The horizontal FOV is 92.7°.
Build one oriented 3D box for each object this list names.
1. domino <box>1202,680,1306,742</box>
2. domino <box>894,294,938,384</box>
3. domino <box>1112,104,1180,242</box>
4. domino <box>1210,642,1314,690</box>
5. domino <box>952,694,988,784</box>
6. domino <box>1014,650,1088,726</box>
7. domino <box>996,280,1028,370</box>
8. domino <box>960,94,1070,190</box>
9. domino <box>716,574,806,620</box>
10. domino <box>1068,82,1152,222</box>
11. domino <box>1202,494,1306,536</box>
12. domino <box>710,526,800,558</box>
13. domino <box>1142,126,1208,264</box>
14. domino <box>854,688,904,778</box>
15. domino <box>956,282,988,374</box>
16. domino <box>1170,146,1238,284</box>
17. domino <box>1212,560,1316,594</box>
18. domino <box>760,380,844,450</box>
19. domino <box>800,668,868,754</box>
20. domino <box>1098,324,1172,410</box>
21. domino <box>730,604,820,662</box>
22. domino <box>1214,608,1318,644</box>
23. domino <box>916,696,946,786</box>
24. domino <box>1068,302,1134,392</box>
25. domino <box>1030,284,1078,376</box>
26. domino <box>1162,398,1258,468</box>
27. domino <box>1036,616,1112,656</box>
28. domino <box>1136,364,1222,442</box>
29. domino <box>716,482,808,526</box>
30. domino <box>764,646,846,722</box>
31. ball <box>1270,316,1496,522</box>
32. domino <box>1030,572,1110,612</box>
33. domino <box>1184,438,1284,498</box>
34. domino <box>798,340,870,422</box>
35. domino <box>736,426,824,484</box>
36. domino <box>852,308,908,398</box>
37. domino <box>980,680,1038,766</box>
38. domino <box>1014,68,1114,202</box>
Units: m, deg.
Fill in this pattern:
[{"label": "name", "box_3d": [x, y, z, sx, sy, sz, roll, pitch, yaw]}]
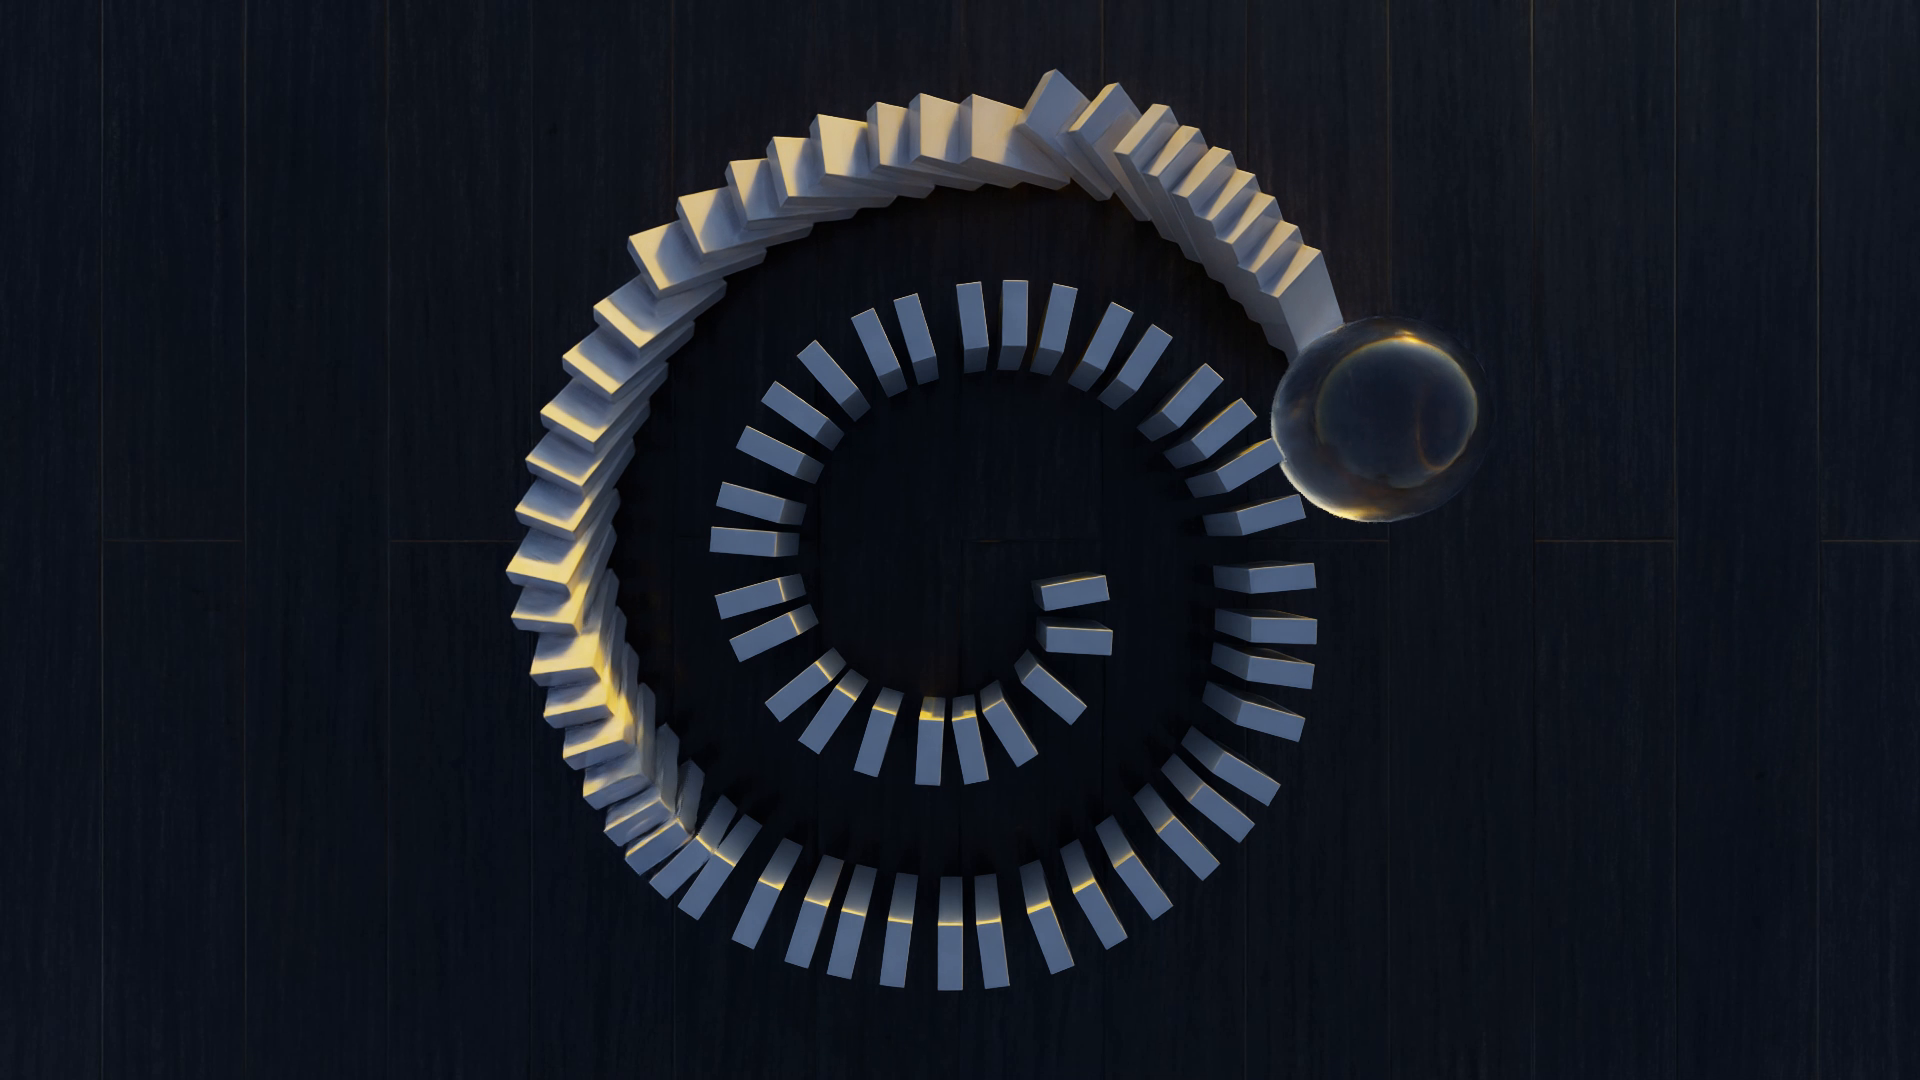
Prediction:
[{"label": "domino", "box_3d": [0.119, 0.069, 0.375, 0.025, 0.050, 0.010, 16, 90, 0]}, {"label": "domino", "box_3d": [-0.017, -0.081, 0.375, 0.009, 0.050, 0.025, -17, 90, 0]}, {"label": "domino", "box_3d": [0.085, -0.151, 0.379, 0.025, 0.010, 0.050, -50, 134, 0]}, {"label": "domino", "box_3d": [0.122, 0.051, 0.375, 0.025, 0.050, 0.010, 8, 90, 0]}, {"label": "domino", "box_3d": [0.004, 0.080, 0.375, 0.010, 0.050, 0.025, -11, 90, 0]}, {"label": "domino", "box_3d": [0.036, 0.059, 0.375, 0.025, 0.050, 0.009, 41, 90, 0]}, {"label": "domino", "box_3d": [0.021, -0.087, 0.375, 0.009, 0.050, 0.025, 1, 90, 0]}, {"label": "domino", "box_3d": [0.024, -0.165, 0.383, 0.050, 0.010, 0.025, 1, 90, -32]}, {"label": "domino", "box_3d": [-0.080, 0.022, 0.375, 0.025, 0.050, 0.010, -16, 90, 0]}, {"label": "domino", "box_3d": [0.071, -0.161, 0.384, 0.050, 0.010, 0.025, 40, 90, -29]}, {"label": "domino", "box_3d": [0.119, -0.010, 0.375, 0.025, 0.050, 0.009, -16, 90, 0]}, {"label": "domino", "box_3d": [-0.083, 0.001, 0.375, 0.025, 0.050, 0.009, 5, 90, 0]}, {"label": "domino", "box_3d": [0.096, -0.142, 0.379, 0.025, 0.010, 0.050, -48, 135, 0]}, {"label": "domino", "box_3d": [-0.033, 0.077, 0.375, 0.009, 0.050, 0.025, 17, 90, 0]}, {"label": "domino", "box_3d": [0.005, -0.086, 0.375, 0.009, 0.050, 0.025, -7, 90, 0]}, {"label": "domino", "box_3d": [0.107, -0.133, 0.379, 0.025, 0.050, 0.010, -47, 47, 0]}, {"label": "domino", "box_3d": [0.123, 0.015, 0.375, 0.025, 0.050, 0.010, -5, 90, 0]}, {"label": "domino", "box_3d": [-0.063, -0.050, 0.375, 0.025, 0.050, 0.009, 35, 90, 0]}, {"label": "domino", "box_3d": [-0.051, 0.069, 0.375, 0.009, 0.050, 0.025, 35, 90, 0]}, {"label": "domino", "box_3d": [0.071, -0.070, 0.375, 0.010, 0.050, 0.025, 34, 90, 0]}, {"label": "domino", "box_3d": [-0.075, 0.037, 0.375, 0.025, 0.050, 0.009, -25, 90, 0]}, {"label": "domino", "box_3d": [0.124, 0.035, 0.375, 0.025, 0.050, 0.010, 2, 90, 0]}, {"label": "domino", "box_3d": [-0.012, 0.081, 0.375, 0.009, 0.050, 0.025, 3, 90, 0]}, {"label": "domino", "box_3d": [0.057, -0.078, 0.375, 0.010, 0.050, 0.025, 27, 90, 0]}, {"label": "domino", "box_3d": [0.038, -0.085, 0.375, 0.009, 0.050, 0.025, 13, 90, 0]}, {"label": "domino", "box_3d": [0.101, -0.043, 0.375, 0.025, 0.050, 0.010, -40, 90, 0]}, {"label": "domino", "box_3d": [0.046, 0.039, 0.375, 0.025, 0.050, 0.009, 3, 90, 0]}, {"label": "domino", "box_3d": [0.089, -0.055, 0.375, 0.009, 0.050, 0.025, 43, 90, 0]}, {"label": "domino", "box_3d": [-0.080, -0.014, 0.375, 0.025, 0.050, 0.009, 16, 90, 0]}, {"label": "domino", "box_3d": [-0.062, 0.058, 0.375, 0.025, 0.050, 0.009, -39, 90, 0]}, {"label": "ball", "box_3d": [0.164, -0.047, 0.360, 0.080, 0.080, 0.080, 0, 90, 0]}, {"label": "domino", "box_3d": [0.044, 0.020, 0.375, 0.025, 0.050, 0.010, -10, 90, 0]}, {"label": "domino", "box_3d": [0.111, -0.029, 0.375, 0.025, 0.050, 0.009, -30, 90, 0]}, {"label": "domino", "box_3d": [-0.051, -0.064, 0.375, 0.010, 0.050, 0.025, -41, 90, 0]}, {"label": "domino", "box_3d": [-0.072, -0.034, 0.375, 0.025, 0.050, 0.009, 26, 90, 0]}, {"label": "domino", "box_3d": [-0.032, -0.075, 0.375, 0.009, 0.050, 0.025, -24, 90, 0]}, {"label": "domino", "box_3d": [0.019, 0.074, 0.375, 0.010, 0.050, 0.025, -32, 90, 0]}, {"label": "domino", "box_3d": [0.049, -0.169, 0.384, 0.050, 0.009, 0.025, 30, 90, -29]}]
